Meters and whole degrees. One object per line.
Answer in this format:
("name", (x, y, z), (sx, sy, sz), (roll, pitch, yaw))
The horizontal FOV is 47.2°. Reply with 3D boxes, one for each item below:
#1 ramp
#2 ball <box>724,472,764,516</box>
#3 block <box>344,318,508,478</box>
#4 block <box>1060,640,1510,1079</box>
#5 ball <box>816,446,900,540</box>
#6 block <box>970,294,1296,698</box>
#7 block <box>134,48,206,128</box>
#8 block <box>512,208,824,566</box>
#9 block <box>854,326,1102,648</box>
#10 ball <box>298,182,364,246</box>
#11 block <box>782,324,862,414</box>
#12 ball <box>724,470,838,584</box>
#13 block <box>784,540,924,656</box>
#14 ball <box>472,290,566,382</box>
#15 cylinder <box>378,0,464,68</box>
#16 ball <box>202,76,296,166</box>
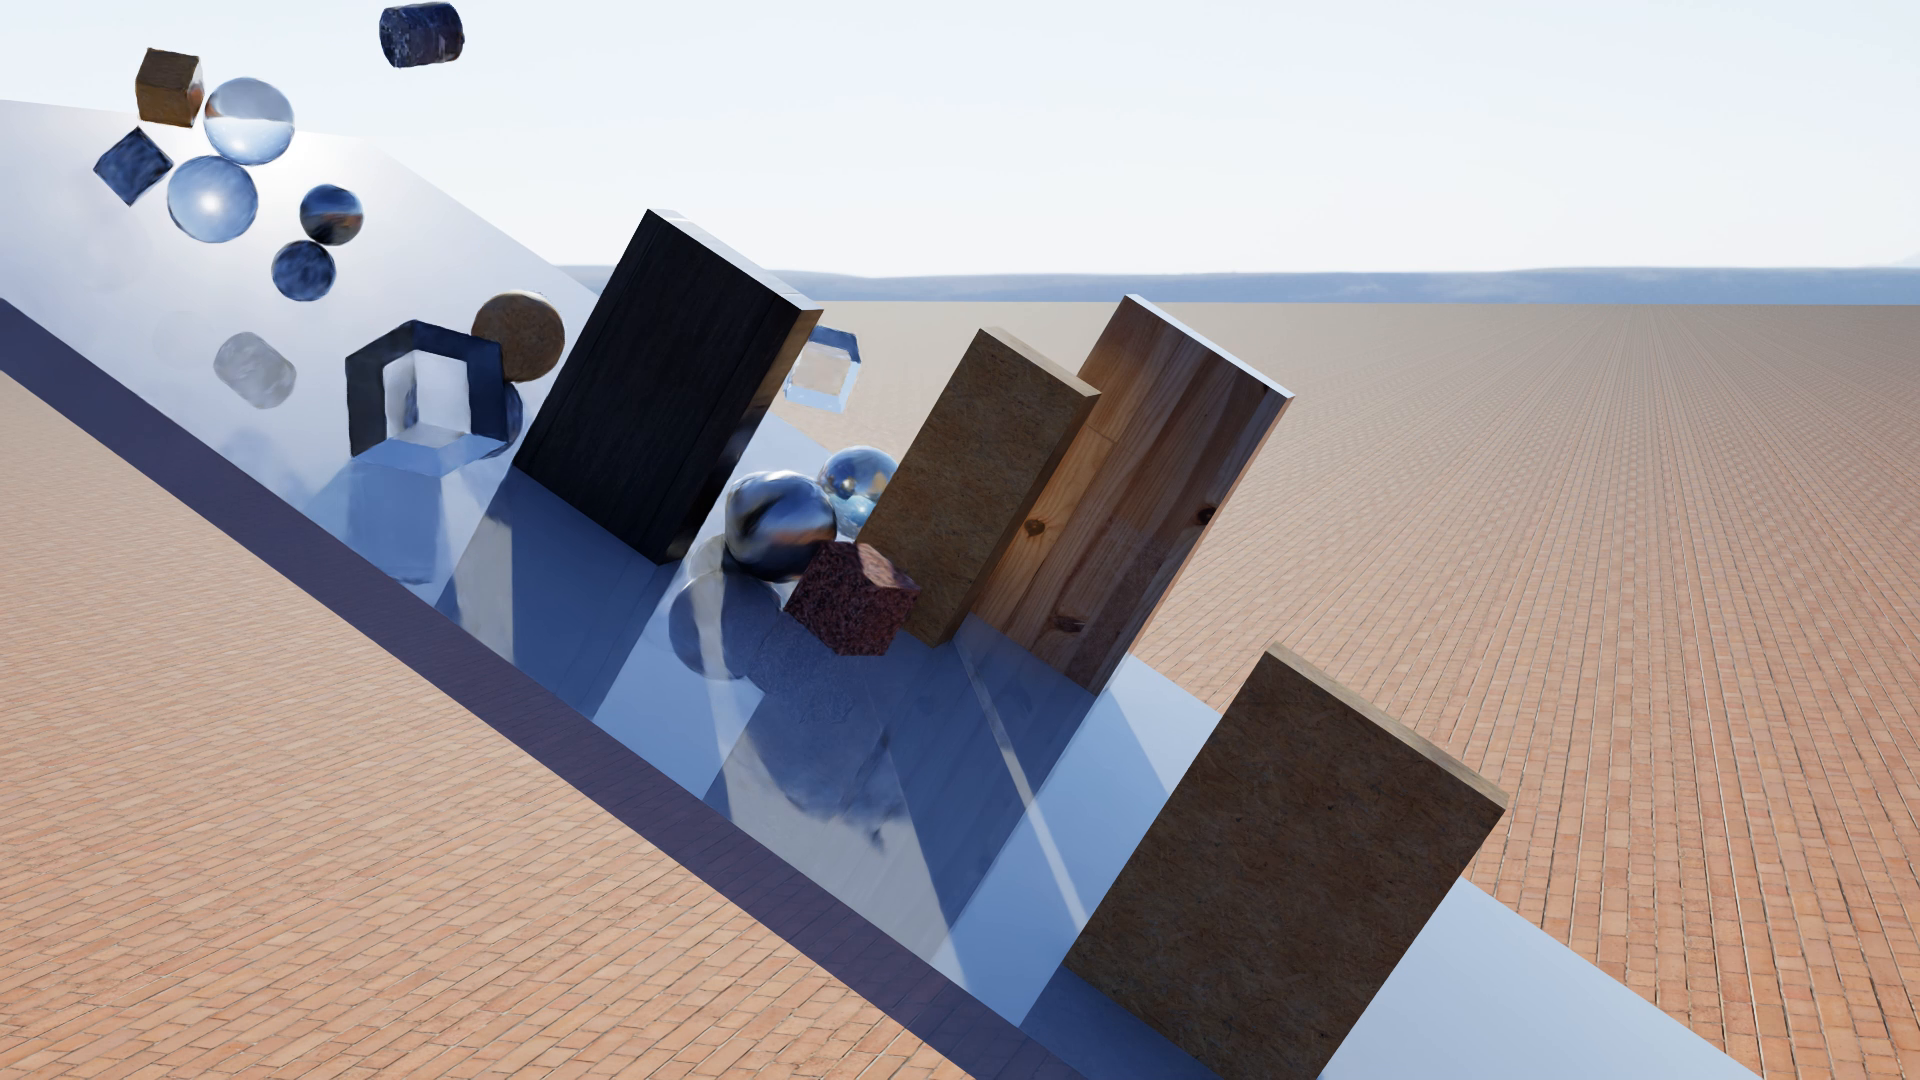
("ramp", (-0.158, 0.261, 4.115), (4.000, 0.100, 2.000), (34, 15, 11))
("ball", (-0.383, -0.060, 4.241), (0.144, 0.144, 0.144), (0, 7, 0))
("block", (-0.876, -0.229, 3.611), (0.179, 0.179, 0.179), (-22, -22, 35))
("block", (0.472, 0.502, 3.238), (0.401, 0.576, 0.096), (34, 15, 11))
("ball", (-0.201, -0.096, 4.482), (0.191, 0.191, 0.191), (0, 7, 0))
("block", (0.326, -0.091, 4.568), (0.391, 0.737, 0.109), (34, 15, 11))
("block", (-1.633, -0.934, 4.547), (0.105, 0.105, 0.105), (9, -36, -6))
("block", (-0.521, -0.271, 3.899), (0.334, 0.529, 0.110), (34, 15, 11))
("block", (0.012, -0.103, 4.294), (0.244, 0.581, 0.132), (34, 15, 11))
("ball", (-1.276, -0.661, 4.465), (0.128, 0.128, 0.128), (0, 7, 0))
("block", (-0.290, -0.359, 4.564), (0.124, 0.124, 0.124), (13, 31, -18))
("ball", (-0.332, -0.024, 4.069), (0.209, 0.209, 0.209), (0, 7, 0))
("block", (-0.196, 0.108, 4.046), (0.150, 0.150, 0.150), (38, 16, 26))
("ball", (-0.868, -0.400, 4.321), (0.182, 0.182, 0.182), (0, 7, 0))
("cylinder", (-1.145, -1.075, 4.675), (0.128, 0.128, 0.128), (-20, 19, -41))
("ball", (-1.500, -0.883, 4.642), (0.188, 0.188, 0.188), (0, 7, 0))
